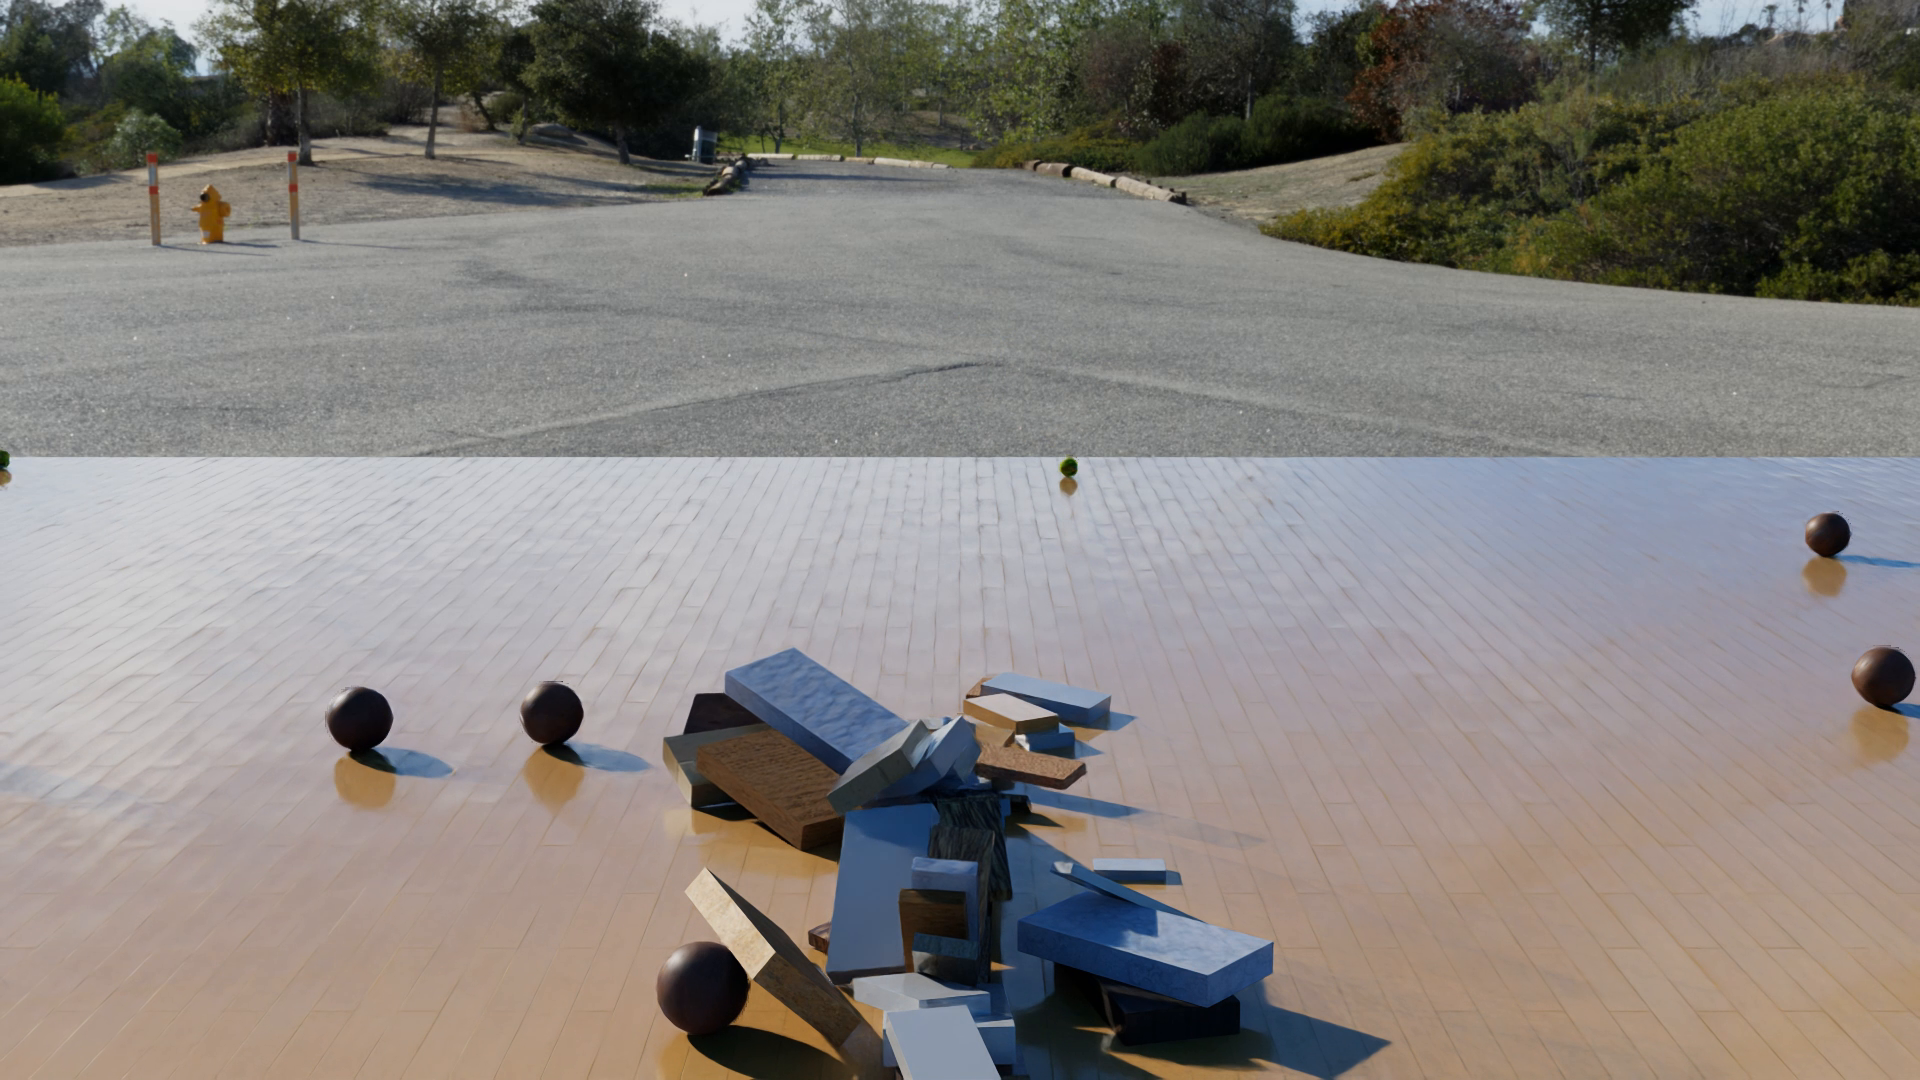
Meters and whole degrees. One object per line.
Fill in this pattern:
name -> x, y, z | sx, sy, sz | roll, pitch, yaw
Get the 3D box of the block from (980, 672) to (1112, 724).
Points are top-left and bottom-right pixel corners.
block -> 0.187, 0.346, 4.817 | 0.257, 0.036, 0.128 | 11, 14, 24

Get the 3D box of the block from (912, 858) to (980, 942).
block -> -0.019, 0.528, 3.126 | 0.091, 0.183, 0.026 | 4, 38, 7

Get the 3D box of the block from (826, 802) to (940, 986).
block -> -0.115, 0.534, 3.332 | 0.141, 0.040, 0.283 | -8, 48, 15

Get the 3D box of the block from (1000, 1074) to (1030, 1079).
block -> 0.019, 0.721, 2.566 | 0.170, 0.048, 0.339 | -1, 11, -6

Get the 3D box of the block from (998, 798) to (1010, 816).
block -> 0.023, 0.487, 3.975 | 0.102, 0.029, 0.204 | -2, -7, -10

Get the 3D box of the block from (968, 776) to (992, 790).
block -> 0.010, 0.464, 4.233 | 0.050, 0.014, 0.099 | -9, 14, -41

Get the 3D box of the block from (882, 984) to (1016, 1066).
block -> -0.018, 0.655, 2.983 | 0.170, 0.048, 0.339 | -1, -2, -2

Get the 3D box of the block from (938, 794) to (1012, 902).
block -> 0.021, 0.476, 3.389 | 0.095, 0.027, 0.190 | -4, 42, -4

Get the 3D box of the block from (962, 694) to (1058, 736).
block -> 0.106, 0.366, 4.630 | 0.105, 0.030, 0.210 | -6, 12, -31

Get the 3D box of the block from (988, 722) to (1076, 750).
block -> 0.148, 0.397, 4.626 | 0.105, 0.030, 0.210 | -5, 11, -23

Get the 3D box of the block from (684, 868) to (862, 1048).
block -> -0.277, 0.601, 3.195 | 0.170, 0.048, 0.376 | 43, -7, -22

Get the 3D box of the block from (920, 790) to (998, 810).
block -> 0.001, 0.493, 3.609 | 0.123, 0.246, 0.035 | 0, 50, 1

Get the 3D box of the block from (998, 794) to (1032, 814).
block -> 0.081, 0.489, 4.098 | 0.099, 0.014, 0.049 | 3, -30, 16

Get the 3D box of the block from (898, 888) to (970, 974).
block -> -0.034, 0.571, 3.129 | 0.091, 0.183, 0.026 | 2, 38, 8

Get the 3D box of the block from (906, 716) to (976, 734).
block -> -0.049, 0.379, 4.434 | 0.081, 0.023, 0.161 | 15, -16, -35

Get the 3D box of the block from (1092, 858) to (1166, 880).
block -> 0.290, 0.564, 3.763 | 0.122, 0.017, 0.061 | 0, 11, 2

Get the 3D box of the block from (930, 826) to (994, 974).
block -> -0.006, 0.529, 3.236 | 0.091, 0.211, 0.026 | 4, -25, 7

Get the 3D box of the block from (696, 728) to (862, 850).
block -> -0.318, 0.456, 4.056 | 0.175, 0.049, 0.349 | -10, 26, -38

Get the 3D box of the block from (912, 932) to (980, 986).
block -> -0.019, 0.583, 3.051 | 0.088, 0.025, 0.176 | 8, -23, 4

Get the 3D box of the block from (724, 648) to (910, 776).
block -> -0.249, 0.354, 4.313 | 0.175, 0.049, 0.469 | -19, 36, -39

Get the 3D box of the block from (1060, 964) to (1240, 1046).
block -> 0.269, 0.646, 3.235 | 0.170, 0.048, 0.339 | -3, 11, -14

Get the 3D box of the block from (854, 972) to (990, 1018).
block -> -0.053, 0.616, 2.966 | 0.104, 0.030, 0.209 | 0, -2, -27

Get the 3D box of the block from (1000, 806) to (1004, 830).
block -> 0.006, 0.499, 3.740 | 0.123, 0.035, 0.246 | -1, -20, -3

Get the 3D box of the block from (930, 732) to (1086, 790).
block -> -0.024, 0.416, 4.328 | 0.589, 0.023, 0.081 | 7, 24, 34

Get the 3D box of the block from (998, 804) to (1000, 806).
block -> 0.015, 0.496, 3.841 | 0.102, 0.029, 0.204 | -1, -17, -2

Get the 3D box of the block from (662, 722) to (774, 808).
block -> -0.381, 0.425, 4.261 | 0.349, 0.049, 0.175 | -7, 30, -24

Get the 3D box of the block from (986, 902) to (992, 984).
block -> 0.004, 0.597, 3.329 | 0.088, 0.025, 0.176 | 1, 41, 2

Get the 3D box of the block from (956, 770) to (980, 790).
block -> -0.063, 0.465, 3.828 | 0.102, 0.029, 0.204 | -26, -9, -45

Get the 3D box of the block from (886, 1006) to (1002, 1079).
block -> -0.019, 0.642, 2.707 | 0.104, 0.030, 0.209 | -2, 18, -13

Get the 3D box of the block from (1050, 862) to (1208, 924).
block -> 0.276, 0.557, 3.377 | 0.300, 0.017, 0.061 | 27, -15, -23

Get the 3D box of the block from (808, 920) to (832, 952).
block -> -0.149, 0.606, 3.450 | 0.164, 0.023, 0.082 | -20, 24, -41

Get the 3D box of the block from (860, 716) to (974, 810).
block -> -0.069, 0.376, 3.645 | 0.141, 0.040, 0.283 | -33, 2, 14

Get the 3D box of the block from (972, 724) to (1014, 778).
block -> 0.036, 0.423, 4.389 | 0.090, 0.025, 0.179 | 8, 24, 20

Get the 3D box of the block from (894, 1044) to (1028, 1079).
block -> 0.015, 0.750, 2.677 | 0.170, 0.048, 0.541 | -1, 11, -4

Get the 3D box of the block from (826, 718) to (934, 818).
block -> -0.127, 0.367, 3.565 | 0.141, 0.040, 0.283 | -34, 1, 7

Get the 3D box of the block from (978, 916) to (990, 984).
block -> -0.002, 0.624, 3.241 | 0.088, 0.025, 0.176 | 0, 33, 2

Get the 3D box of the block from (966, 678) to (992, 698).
block -> 0.071, 0.342, 4.944 | 0.081, 0.023, 0.161 | 3, 11, 14

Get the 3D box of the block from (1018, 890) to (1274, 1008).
block -> 0.270, 0.597, 3.234 | 0.339, 0.048, 0.170 | 9, 14, 39

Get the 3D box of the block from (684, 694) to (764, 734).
block -> -0.417, 0.371, 4.490 | 0.285, 0.036, 0.128 | -3, 45, 16

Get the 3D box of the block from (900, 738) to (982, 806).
block -> -0.038, 0.398, 3.691 | 0.123, 0.035, 0.246 | -34, 2, 10
